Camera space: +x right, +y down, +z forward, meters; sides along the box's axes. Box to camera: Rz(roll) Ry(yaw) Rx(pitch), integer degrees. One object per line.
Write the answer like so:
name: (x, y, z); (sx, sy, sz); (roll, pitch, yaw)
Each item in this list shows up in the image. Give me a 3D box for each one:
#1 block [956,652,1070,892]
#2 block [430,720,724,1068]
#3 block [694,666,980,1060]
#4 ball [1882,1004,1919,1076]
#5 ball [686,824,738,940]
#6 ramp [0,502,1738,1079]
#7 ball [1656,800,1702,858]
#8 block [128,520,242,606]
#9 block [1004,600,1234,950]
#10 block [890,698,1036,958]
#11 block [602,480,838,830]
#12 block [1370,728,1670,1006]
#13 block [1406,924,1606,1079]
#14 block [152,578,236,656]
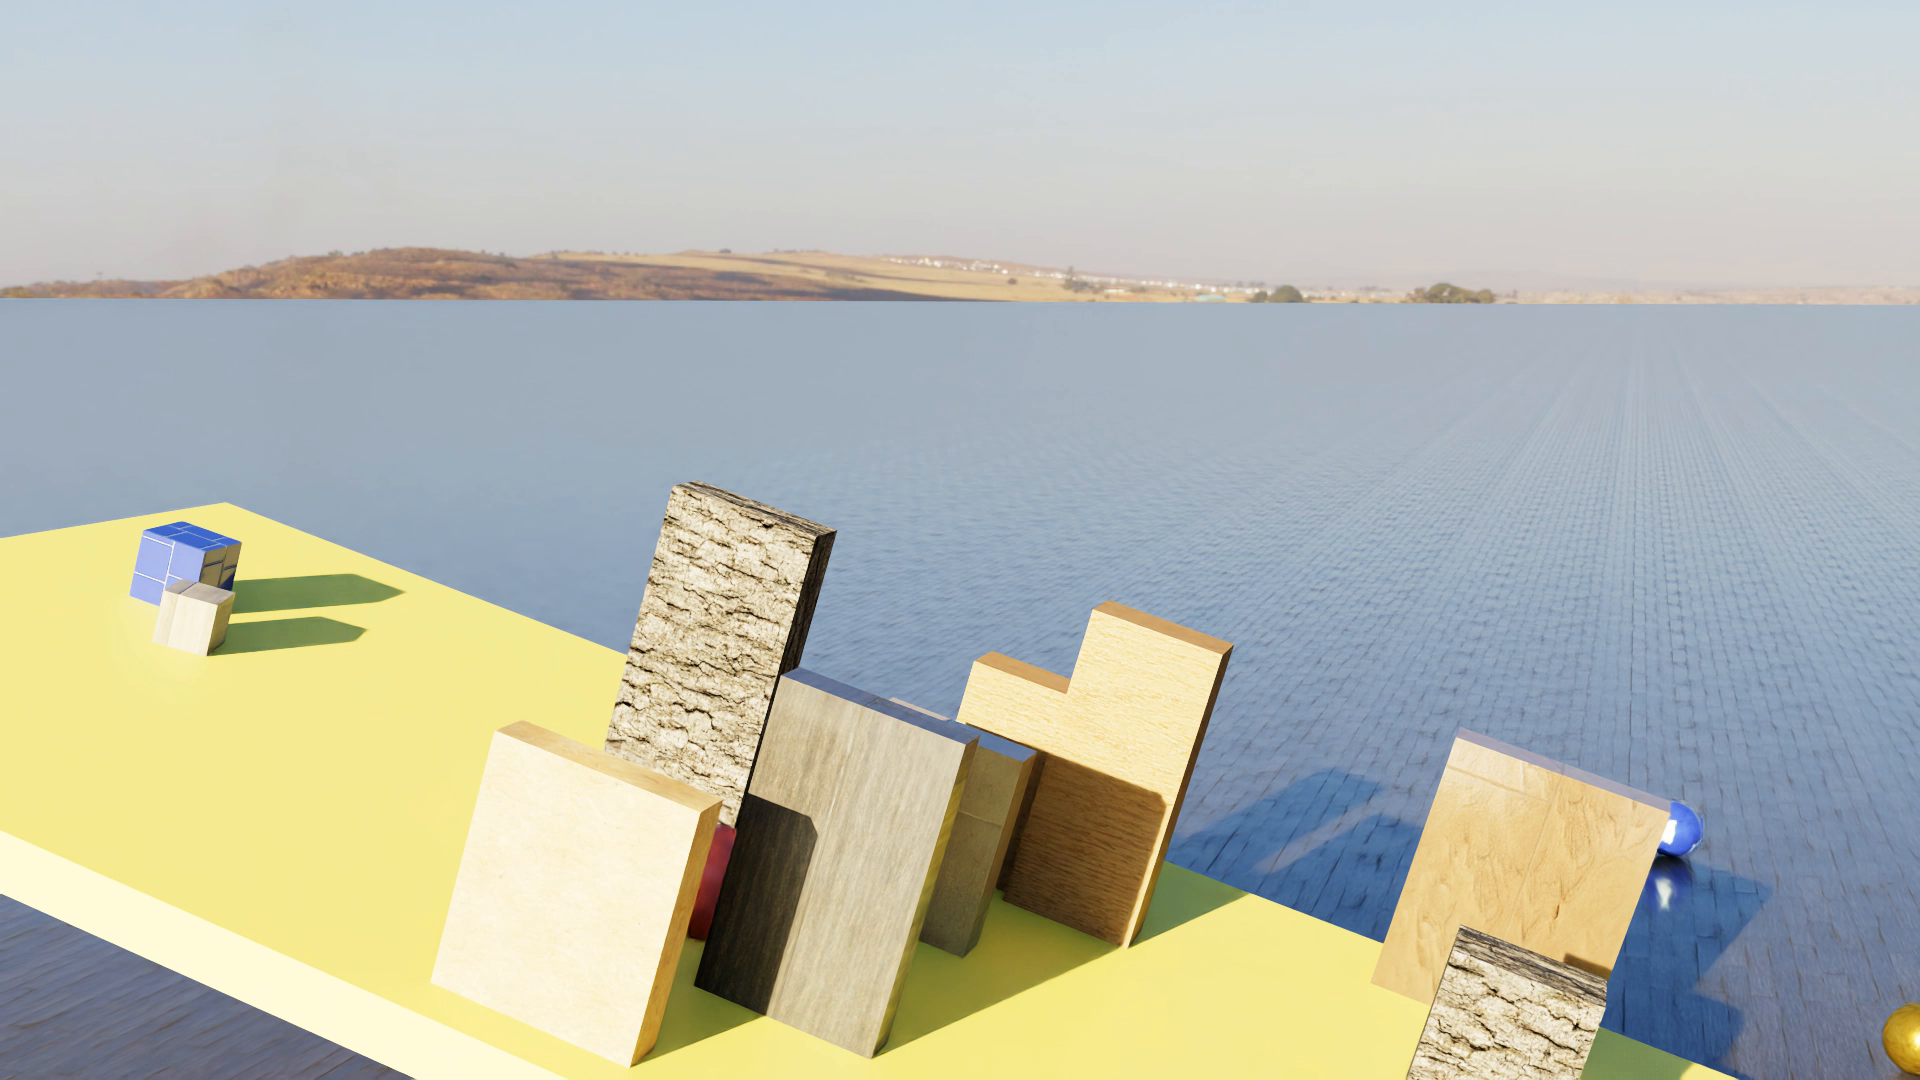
block: (0.157, 0.507, 4.561); (0.372, 0.440, 0.131); (19, 12, 14)
block: (-0.592, 0.542, 3.385); (0.353, 0.426, 0.088); (19, 12, 14)
block: (-0.207, 0.532, 3.630); (0.328, 0.561, 0.083); (19, 12, 14)
ball: (2.223, 1.157, 5.090); (0.163, 0.163, 0.163); (0, 7, 0)
ball: (-0.442, 0.601, 3.869); (0.205, 0.205, 0.205); (0, 7, 0)
ramp: (-0.368, 0.708, 4.233); (4.000, 0.100, 2.000); (19, 12, 14)
ball: (2.268, 0.920, 7.003); (0.177, 0.177, 0.177); (0, 7, 0)
block: (-1.691, 0.063, 4.805); (0.151, 0.151, 0.151); (18, 12, 10)
block: (0.319, 0.473, 4.454); (0.272, 0.637, 0.133); (19, 12, 14)
block: (-0.061, 0.544, 4.177); (0.300, 0.401, 0.098); (19, 12, 14)
block: (-0.480, 0.262, 4.207); (0.298, 0.686, 0.115); (19, 12, 14)
block: (1.162, 0.735, 4.578); (0.445, 0.562, 0.110); (19, 12, 14)
block: (0.842, 0.902, 3.547); (0.243, 0.481, 0.148); (19, 12, 14)
block: (-1.593, 0.160, 4.575); (0.114, 0.114, 0.114); (16, 11, -3)
